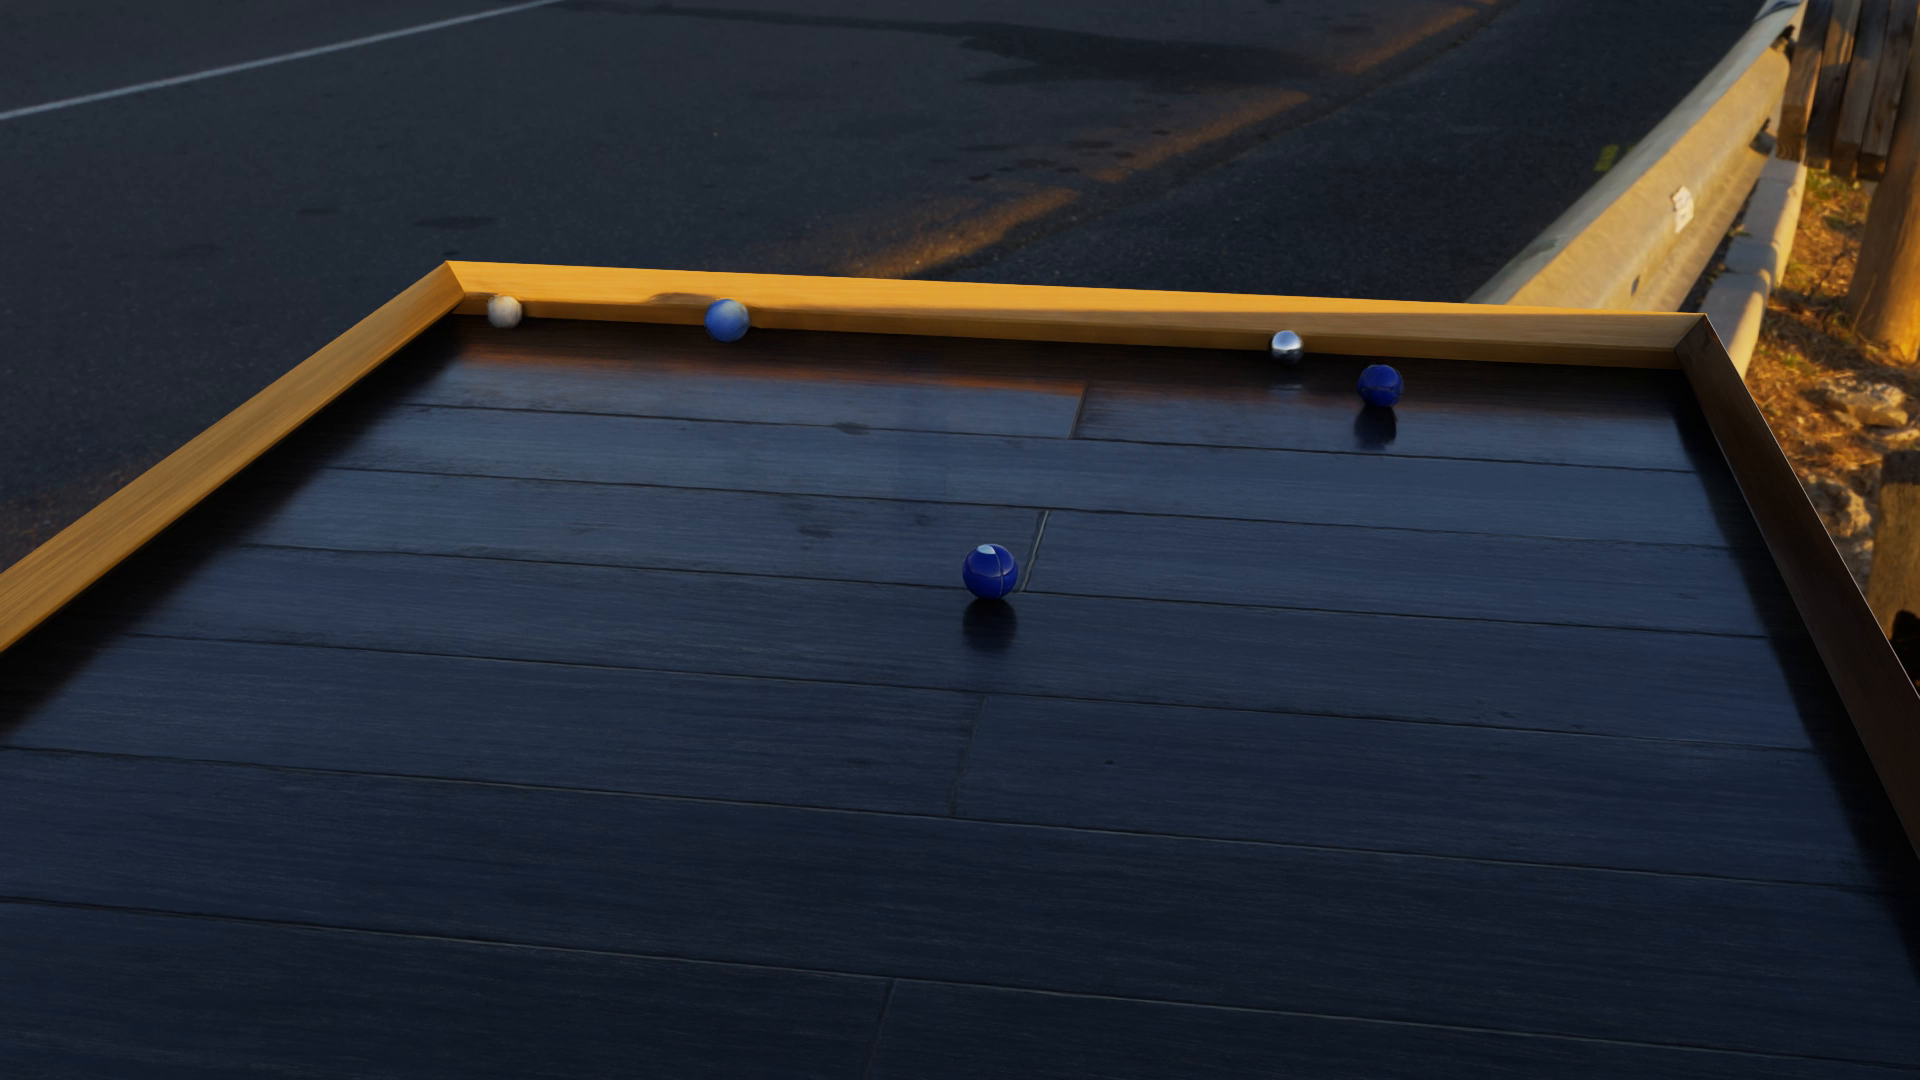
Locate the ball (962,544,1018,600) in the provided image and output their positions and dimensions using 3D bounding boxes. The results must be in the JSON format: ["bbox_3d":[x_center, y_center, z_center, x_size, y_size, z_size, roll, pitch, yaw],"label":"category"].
[{"bbox_3d":[0.032,0.034,2.357,0.061,0.061,0.061,0,22,0],"label":"ball"}]

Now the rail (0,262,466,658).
[{"bbox_3d":[-1.021,0.256,1.785,0.045,0.082,3.425,3,22,8],"label":"rail"}]

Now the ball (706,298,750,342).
[{"bbox_3d":[-0.340,-0.322,3.223,0.063,0.063,0.063,0,22,0],"label":"ball"}]

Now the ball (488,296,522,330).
[{"bbox_3d":[-0.679,-0.340,3.282,0.052,0.052,0.052,0,22,0],"label":"ball"}]

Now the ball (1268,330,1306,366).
[{"bbox_3d":[0.463,-0.272,3.118,0.052,0.052,0.052,0,22,0],"label":"ball"}]

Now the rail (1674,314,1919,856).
[{"bbox_3d":[0.758,0.361,1.529,0.045,0.082,3.425,3,22,8],"label":"rail"}]

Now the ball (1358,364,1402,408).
[{"bbox_3d":[0.563,-0.208,2.952,0.058,0.058,0.058,0,22,0],"label":"ball"}]

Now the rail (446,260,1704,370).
[{"bbox_3d":[0.128,-0.324,3.202,1.847,0.082,0.045,3,22,8],"label":"rail"}]
